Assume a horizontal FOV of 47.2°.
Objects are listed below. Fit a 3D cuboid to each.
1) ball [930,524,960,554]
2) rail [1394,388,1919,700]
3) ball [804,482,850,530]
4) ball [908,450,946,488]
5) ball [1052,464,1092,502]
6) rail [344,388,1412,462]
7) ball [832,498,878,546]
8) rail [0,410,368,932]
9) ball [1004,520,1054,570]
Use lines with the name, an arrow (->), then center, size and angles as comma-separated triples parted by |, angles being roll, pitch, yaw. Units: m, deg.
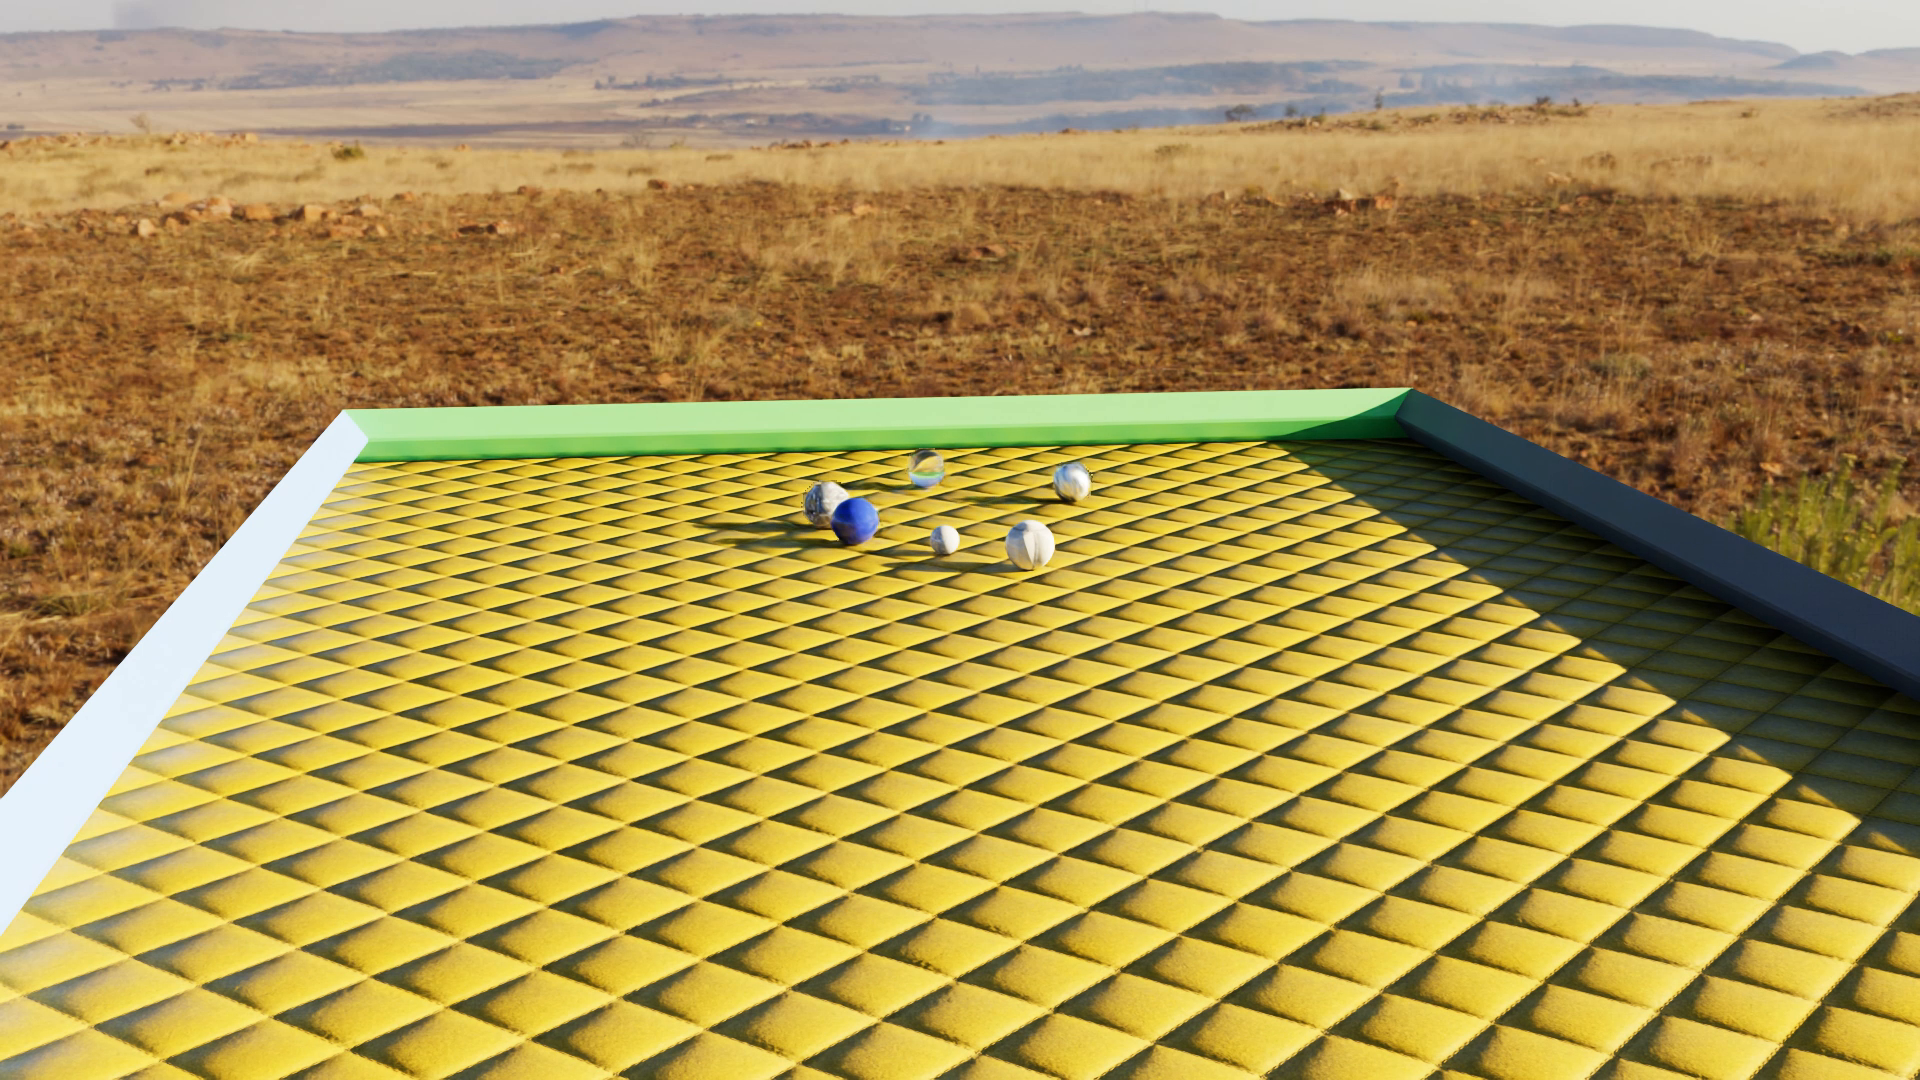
ball -> -0.021, 0.000, 3.049 | 0.042, 0.042, 0.042 | 0, 13, 0
rail -> 1.020, 0.148, 2.271 | 0.045, 0.089, 3.495 | -2, 13, -7
ball -> -0.193, -0.050, 3.209 | 0.069, 0.069, 0.069 | 0, 13, 0
ball -> -0.053, -0.113, 3.508 | 0.061, 0.061, 0.061 | 0, 13, 0
ball -> 0.173, -0.088, 3.400 | 0.060, 0.060, 0.060 | 0, 13, 0
rail -> -0.112, -0.198, 3.821 | 1.873, 0.089, 0.045 | -2, 13, -7
ball -> -0.149, -0.026, 3.106 | 0.067, 0.067, 0.067 | 0, 13, 0
rail -> -0.790, 0.201, 2.036 | 0.045, 0.089, 3.495 | -2, 13, -7
ball -> 0.094, 0.007, 2.958 | 0.067, 0.067, 0.067 | 0, 13, 0
